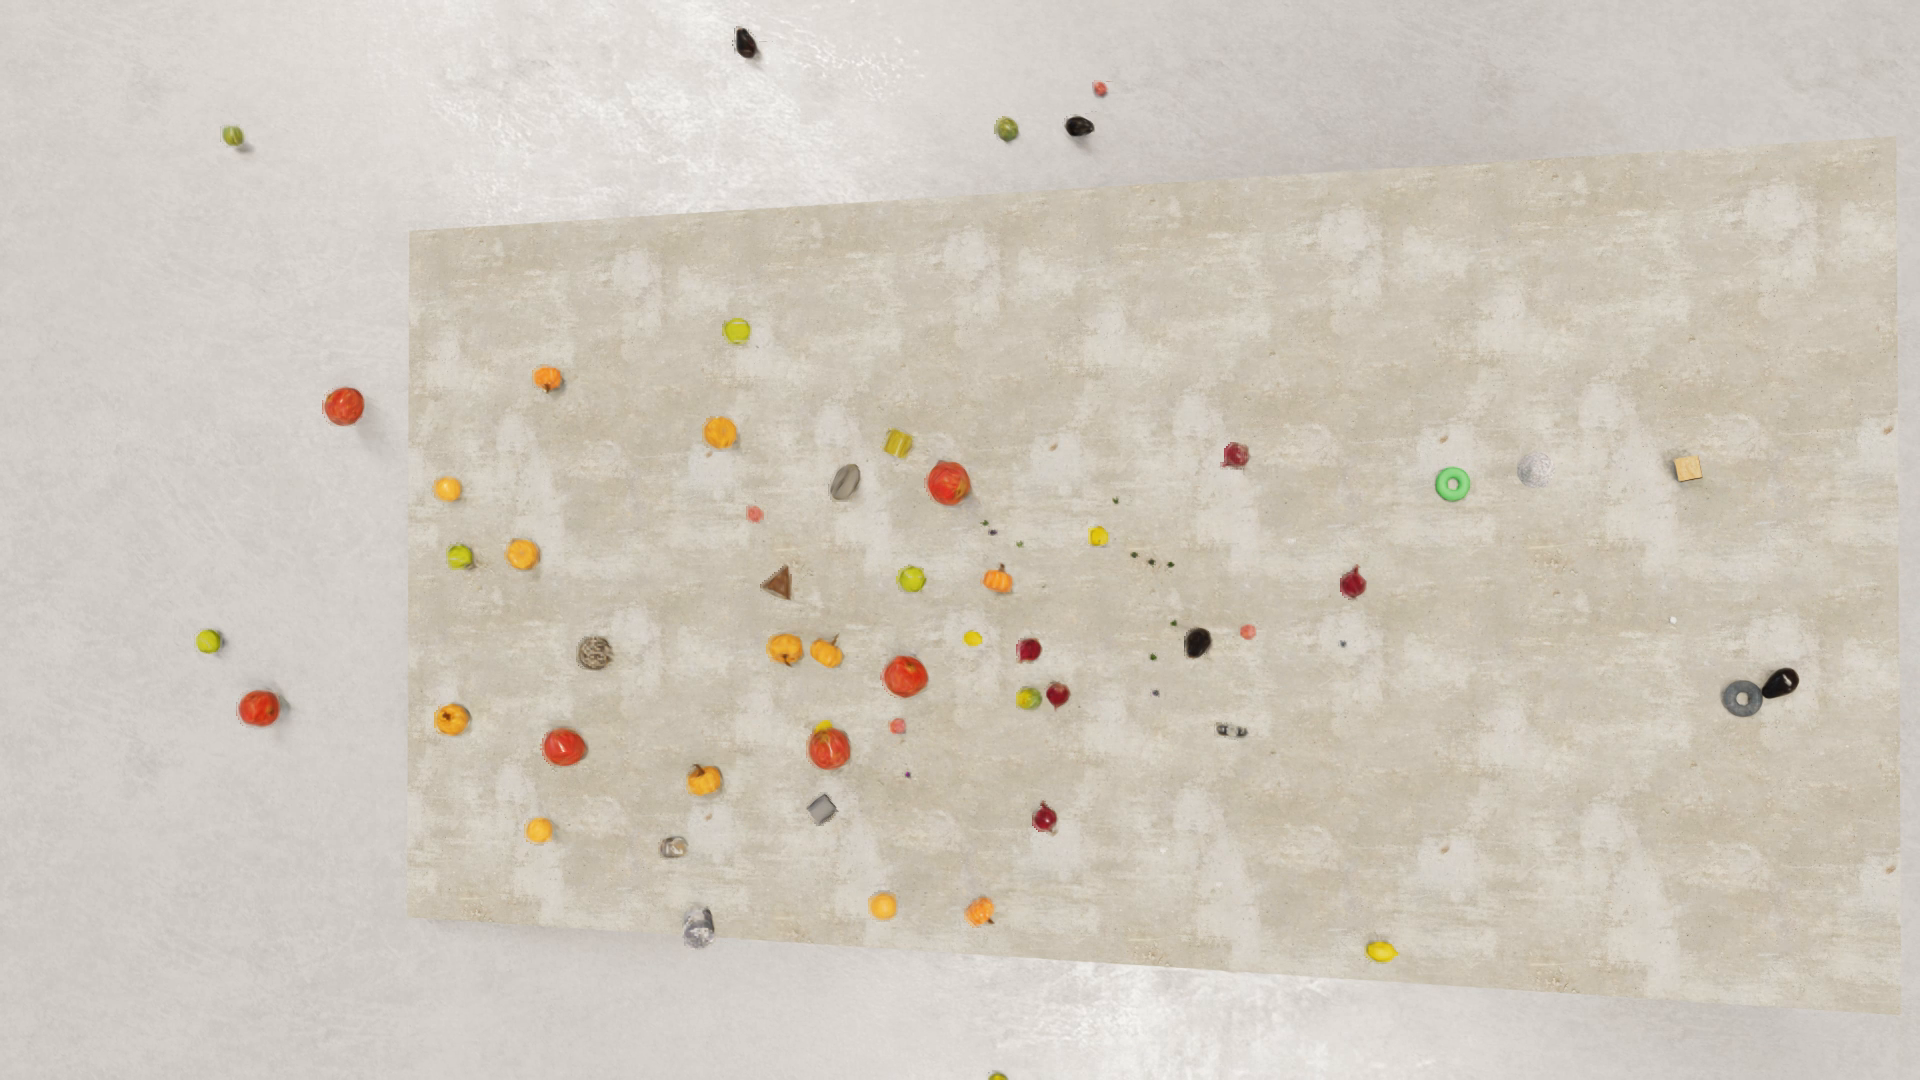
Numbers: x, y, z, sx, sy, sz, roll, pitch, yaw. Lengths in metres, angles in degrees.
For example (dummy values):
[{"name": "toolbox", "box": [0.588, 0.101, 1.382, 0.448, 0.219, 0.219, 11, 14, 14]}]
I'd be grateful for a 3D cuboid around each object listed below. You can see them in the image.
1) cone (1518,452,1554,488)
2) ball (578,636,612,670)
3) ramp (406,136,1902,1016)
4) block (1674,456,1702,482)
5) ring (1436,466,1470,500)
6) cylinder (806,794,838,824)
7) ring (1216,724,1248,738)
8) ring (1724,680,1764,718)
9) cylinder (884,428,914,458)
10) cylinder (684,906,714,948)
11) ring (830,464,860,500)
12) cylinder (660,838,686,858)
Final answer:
[{"name": "cone", "box": [1.370, -0.168, 5.248, 0.088, 0.088, 0.088, 0, 89, 21]}, {"name": "ball", "box": [-1.019, 0.317, 6.136, 0.093, 0.093, 0.093, 0, 89, 0]}, {"name": "ramp", "box": [0.281, 0.089, 5.753, 4.000, 0.100, 2.000, 0, 89, 21]}, {"name": "block", "box": [1.704, -0.167, 5.141, 0.052, 0.052, 0.052, -11, 85, 20]}, {"name": "ring", "box": [1.198, -0.136, 5.344, 0.083, 0.028, 0.083, -1, 88, 21]}, {"name": "cylinder", "box": [-0.364, 0.710, 5.801, 0.059, 0.059, 0.059, -39, 89, 0]}, {"name": "ring", "box": [0.679, 0.477, 5.489, 0.083, 0.083, 0.028, 5, 82, 0]}, {"name": "ring", "box": [1.818, 0.368, 5.104, 0.088, 0.029, 0.088, -1, 88, 22]}, {"name": "cylinder", "box": [-0.163, -0.257, 5.837, 0.064, 0.064, 0.064, 23, 98, 0]}, {"name": "cylinder", "box": [-0.711, 1.055, 5.990, 0.078, 0.078, 0.078, -7, 127, -9]}, {"name": "ring", "box": [-0.306, -0.155, 5.880, 0.036, 0.107, 0.107, 29, 89, -28]}, {"name": "cylinder", "box": [-0.786, 0.845, 6.038, 0.053, 0.053, 0.053, 9, 76, -38]}]
